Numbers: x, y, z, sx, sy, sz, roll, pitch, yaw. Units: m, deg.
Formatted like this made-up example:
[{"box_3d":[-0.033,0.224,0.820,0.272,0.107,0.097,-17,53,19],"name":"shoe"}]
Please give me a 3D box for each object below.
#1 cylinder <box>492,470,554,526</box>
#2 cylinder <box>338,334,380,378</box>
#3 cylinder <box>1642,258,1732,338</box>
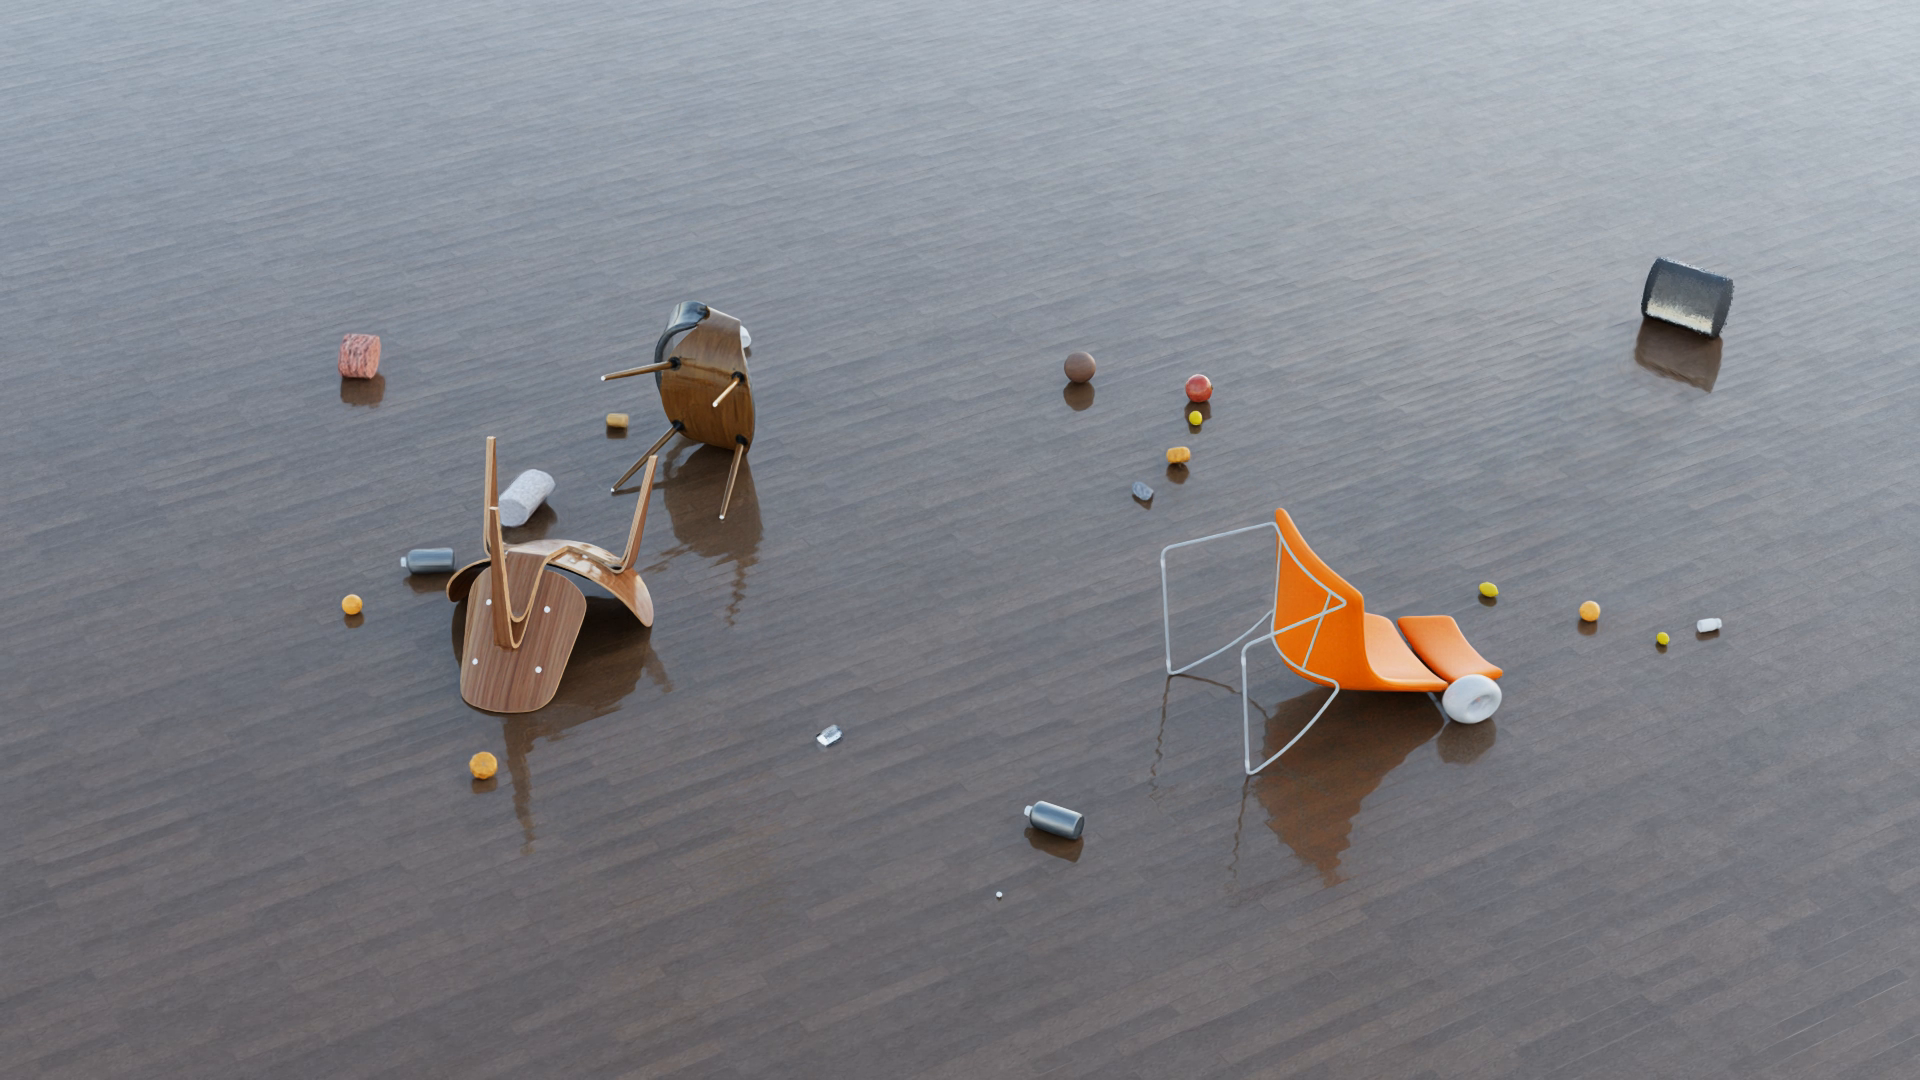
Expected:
[{"box_3d":[-1.649,-0.157,11.068,0.165,0.119,0.219,-10,27,28],"name":"cylinder"},{"box_3d":[-2.447,-0.748,11.946,0.122,0.137,0.191,5,59,7],"name":"cylinder"},{"box_3d":[3.035,-1.011,12.242,0.316,0.263,0.171,22,28,30],"name":"cylinder"}]
